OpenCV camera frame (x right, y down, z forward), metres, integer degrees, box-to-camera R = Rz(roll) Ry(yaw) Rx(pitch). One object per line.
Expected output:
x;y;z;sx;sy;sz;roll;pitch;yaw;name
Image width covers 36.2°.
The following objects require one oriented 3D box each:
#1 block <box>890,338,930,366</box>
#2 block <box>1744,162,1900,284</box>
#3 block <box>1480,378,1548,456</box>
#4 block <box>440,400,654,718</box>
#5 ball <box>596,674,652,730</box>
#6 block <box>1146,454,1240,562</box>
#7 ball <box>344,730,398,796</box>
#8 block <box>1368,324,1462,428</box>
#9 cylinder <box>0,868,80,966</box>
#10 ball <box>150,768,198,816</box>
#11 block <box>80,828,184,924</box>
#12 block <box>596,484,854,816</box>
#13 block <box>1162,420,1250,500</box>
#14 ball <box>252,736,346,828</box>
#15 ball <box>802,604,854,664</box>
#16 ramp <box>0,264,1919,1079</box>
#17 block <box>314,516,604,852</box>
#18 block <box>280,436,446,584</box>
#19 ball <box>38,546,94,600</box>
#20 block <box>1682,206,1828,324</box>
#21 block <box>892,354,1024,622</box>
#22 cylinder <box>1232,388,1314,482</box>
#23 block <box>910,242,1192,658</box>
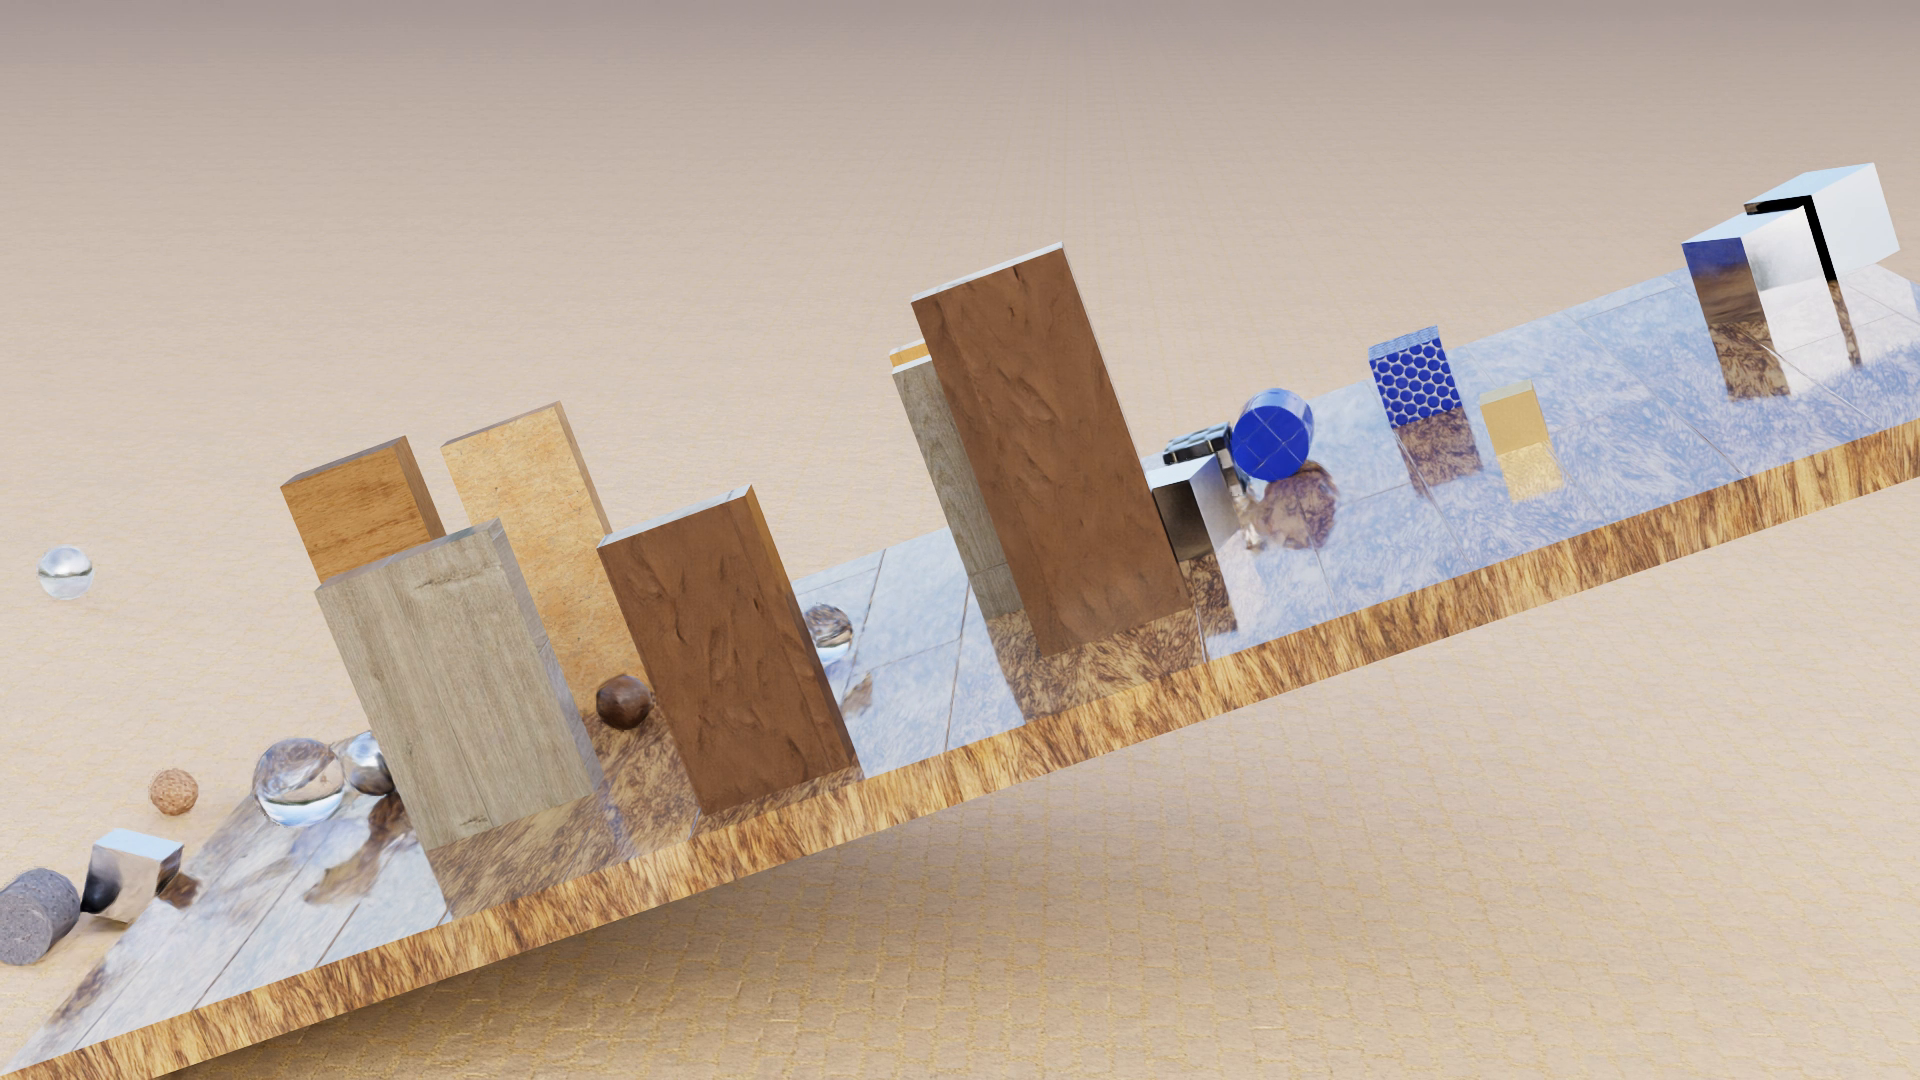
0.105;-0.298;7.073;0.407;0.475;0.083;-19;11;6;block
1.887;-0.687;6.445;0.202;0.202;0.202;-26;13;-27;block
1.126;-0.251;5.983;0.109;0.109;0.109;-18;12;14;block
-0.913;0.055;6.667;0.277;0.689;0.082;-19;11;6;block
-0.733;0.353;6.406;0.120;0.120;0.120;0;13;0;ball
0.457;-0.058;6.117;0.165;0.165;0.165;-14;13;29;block
-1.318;0.504;6.647;0.149;0.149;0.149;0;13;0;ball
1.017;-0.366;6.582;0.162;0.162;0.162;-18;12;12;block
-2.027;0.821;6.413;0.163;0.163;0.163;1;13;5;cylinder
-1.967;0.631;7.365;0.117;0.117;0.117;0;13;0;ball
-1.861;0.758;6.614;0.158;0.158;0.158;14;8;1;block
-0.433;0.206;5.479;0.294;0.547;0.107;-19;11;6;block
0.544;-0.160;6.502;0.142;0.142;0.142;-18;12;15;block
-1.488;0.546;6.620;0.205;0.205;0.205;0;13;0;ball
-0.292;0.203;6.312;0.129;0.129;0.129;0;13;0;ball
0.115;0.177;6.298;4.000;0.100;2.000;-19;11;6;ramp
-1.017;0.295;5.999;0.380;0.582;0.119;-19;11;6;block
-1.286;0.150;6.795;0.279;0.722;0.135;-19;11;6;block
-2.896;0.108;9.529;0.173;0.173;0.173;0;13;0;ball
1.714;-0.592;6.346;0.187;0.187;0.187;-26;12;-24;block
0.131;-0.156;6.148;0.371;0.559;0.089;-19;11;6;block
0.694;-0.233;6.509;0.170;0.170;0.170;2;16;11;cylinder
0.179;-0.171;5.670;0.305;0.741;0.101;-19;11;6;block
